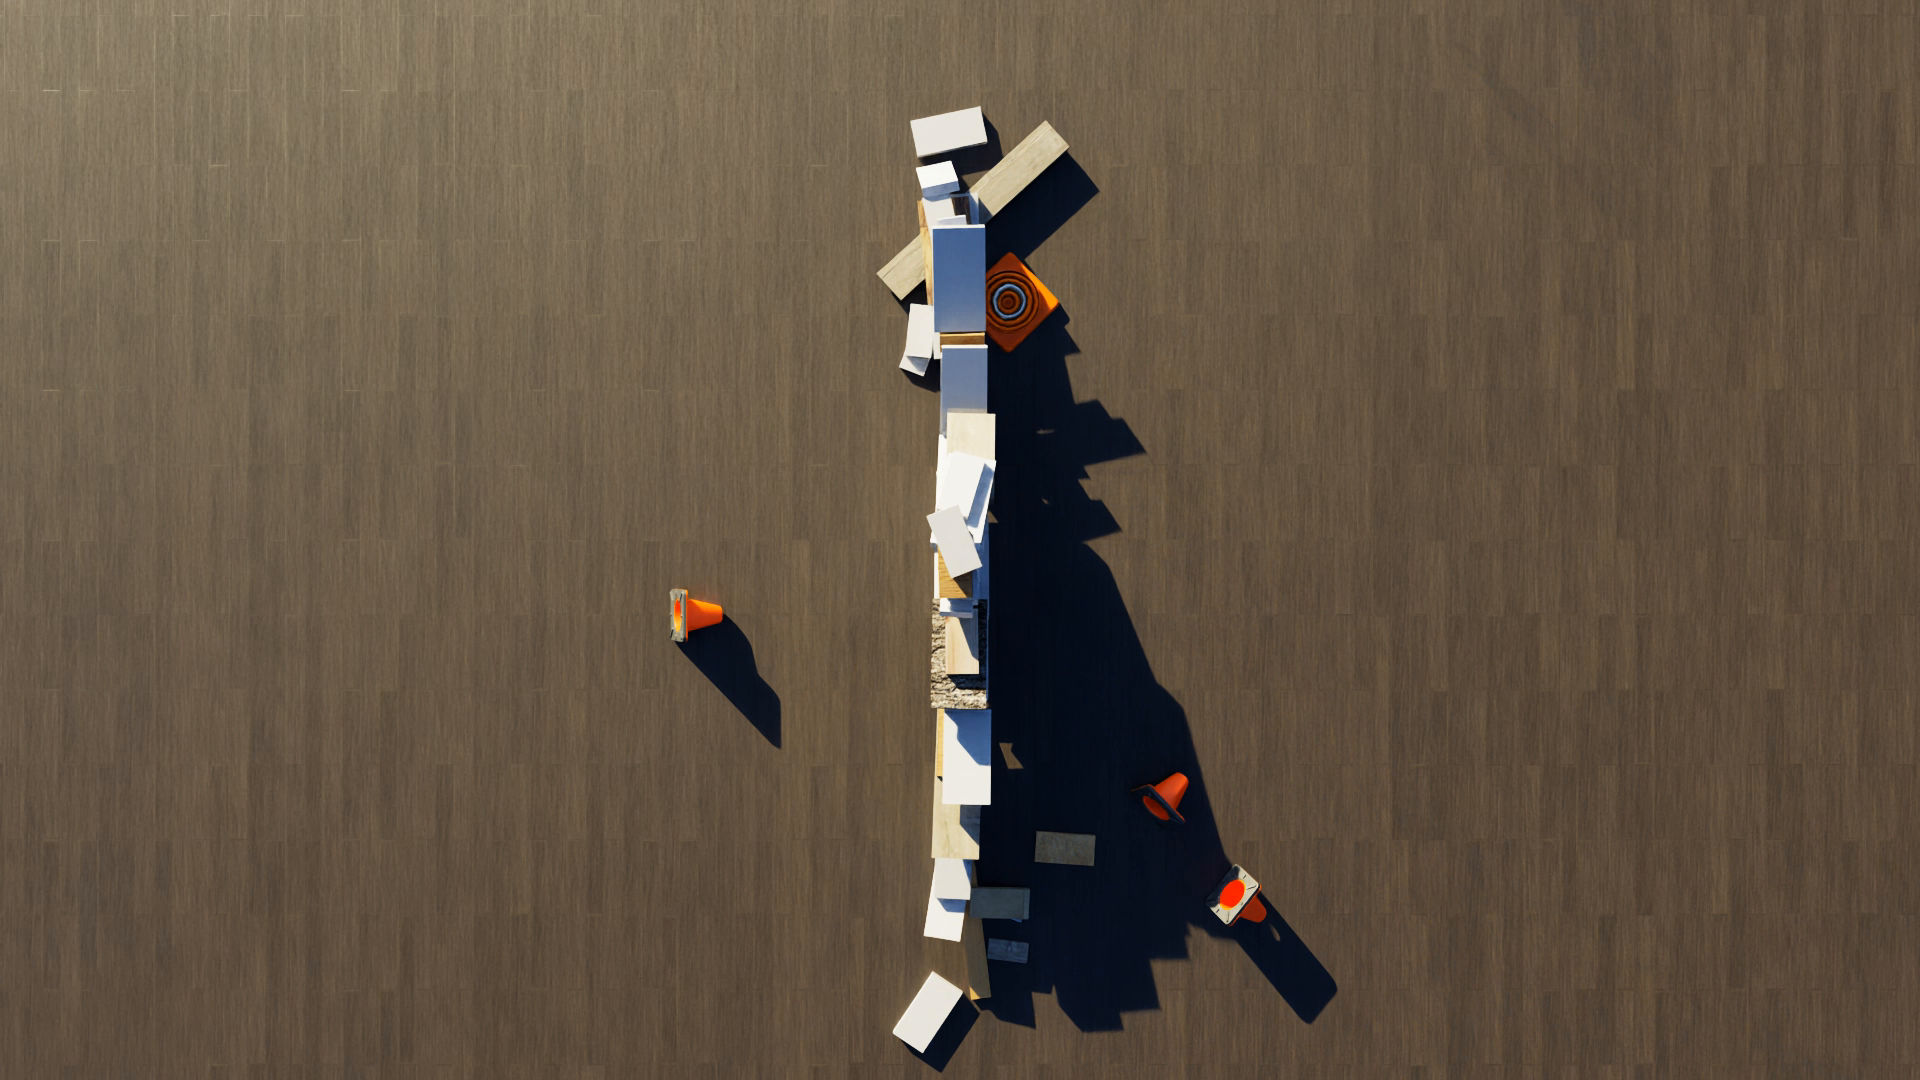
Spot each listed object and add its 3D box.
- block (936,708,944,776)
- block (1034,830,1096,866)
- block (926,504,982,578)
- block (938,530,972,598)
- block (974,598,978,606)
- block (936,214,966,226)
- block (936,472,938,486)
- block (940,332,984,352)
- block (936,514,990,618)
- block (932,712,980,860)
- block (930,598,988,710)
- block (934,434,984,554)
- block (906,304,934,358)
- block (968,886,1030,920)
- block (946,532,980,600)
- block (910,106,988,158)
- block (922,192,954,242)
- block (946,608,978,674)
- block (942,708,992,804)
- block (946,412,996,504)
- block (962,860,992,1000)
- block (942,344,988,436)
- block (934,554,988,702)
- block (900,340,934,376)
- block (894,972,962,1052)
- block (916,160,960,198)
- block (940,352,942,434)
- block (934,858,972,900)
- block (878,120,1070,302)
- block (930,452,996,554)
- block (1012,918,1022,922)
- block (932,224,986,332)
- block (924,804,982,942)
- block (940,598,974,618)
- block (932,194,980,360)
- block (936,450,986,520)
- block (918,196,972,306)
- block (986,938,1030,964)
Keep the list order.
[{"bbox_3d":[0.005,0.609,5.289,0.149,0.042,0.299,2,80,-2],"label":"block"},{"bbox_3d":[0.349,1.025,5.486,0.196,0.028,0.098,4,90,0],"label":"block"},{"bbox_3d":[-0.016,0.003,4.978,0.101,0.029,0.202,-21,94,5],"label":"block"},{"bbox_3d":[-0.015,0.075,5.014,0.101,0.029,0.202,-1,96,4],"label":"block"},{"bbox_3d":[0.004,0.112,5.174,0.101,0.029,0.203,0,54,-2],"label":"block"},{"bbox_3d":[-0.017,-0.941,5.278,0.091,0.026,0.183,-8,110,-1],"label":"block"},{"bbox_3d":[-0.014,-0.099,5.382,0.126,0.036,0.251,0,109,0],"label":"block"},{"bbox_3d":[0.009,-0.548,5.403,0.145,0.041,0.290,-1,123,0],"label":"block"},{"bbox_3d":[0.006,0.083,5.295,0.171,0.049,0.343,0,71,-1],"label":"block"},{"bbox_3d":[-0.007,0.775,5.302,0.149,0.042,0.489,3,79,-2],"label":"block"},{"bbox_3d":[-0.003,0.358,5.176,0.171,0.049,0.343,1,82,-1],"label":"block"},{"bbox_3d":[0.002,-0.147,5.248,0.153,0.043,0.444,2,54,0],"label":"block"},{"bbox_3d":[-0.130,-0.692,5.464,0.086,0.024,0.171,6,90,0],"label":"block"},{"bbox_3d":[0.130,1.199,5.454,0.196,0.028,0.098,3,93,-7],"label":"block"},{"bbox_3d":[0.001,0.082,5.042,0.100,0.028,0.200,-5,95,4],"label":"block"},{"bbox_3d":[-0.037,-1.355,5.483,0.236,0.033,0.118,-12,90,0],"label":"block"},{"bbox_3d":[-0.058,-1.017,5.309,0.091,0.026,0.183,-12,90,0],"label":"block"},{"bbox_3d":[0.006,0.316,5.143,0.101,0.029,0.203,0,82,-1],"label":"block"},{"bbox_3d":[0.021,0.688,5.233,0.149,0.042,0.299,1,80,-2],"label":"block"},{"bbox_3d":[0.033,-0.260,5.244,0.153,0.043,0.305,2,64,-1],"label":"block"},{"bbox_3d":[0.040,1.273,5.474,0.067,0.019,0.504,-7,94,0],"label":"block"},{"bbox_3d":[0.015,-0.482,5.319,0.145,0.041,0.290,0,109,0],"label":"block"},{"bbox_3d":[0.003,0.266,5.284,0.171,0.049,0.499,0,71,-1],"label":"block"},{"bbox_3d":[-0.131,-0.639,5.488,0.086,0.024,0.171,21,90,0],"label":"block"},{"bbox_3d":[-0.107,1.570,5.483,0.118,0.034,0.237,34,90,0],"label":"block"},{"bbox_3d":[-0.073,-1.179,5.389,0.118,0.236,0.033,-12,119,0],"label":"block"},{"bbox_3d":[0.007,-0.474,5.403,0.145,0.041,0.290,1,123,-1],"label":"block"},{"bbox_3d":[-0.021,1.046,5.363,0.118,0.034,0.237,3,94,2],"label":"block"},{"bbox_3d":[0.043,-1.089,5.459,0.753,0.033,0.118,-42,90,0],"label":"block"},{"bbox_3d":[0.011,-0.113,5.127,0.153,0.043,0.305,10,69,2],"label":"block"},{"bbox_3d":[0.153,1.217,5.491,0.133,0.019,0.067,22,90,0],"label":"block"},{"bbox_3d":[-0.003,-0.835,5.279,0.167,0.047,0.334,-2,110,-3],"label":"block"},{"bbox_3d":[-0.022,1.072,5.422,0.118,0.034,0.469,9,80,3],"label":"block"},{"bbox_3d":[-0.005,0.147,5.114,0.101,0.029,0.203,4,54,1],"label":"block"},{"bbox_3d":[-0.013,-0.864,5.420,0.167,0.047,0.535,-3,90,0],"label":"block"},{"bbox_3d":[0.003,-0.170,5.110,0.101,0.029,0.202,15,69,4],"label":"block"},{"bbox_3d":[-0.038,-0.941,5.371,0.167,0.047,0.334,-6,90,0],"label":"block"},{"bbox_3d":[0.160,1.366,5.491,0.133,0.019,0.067,7,90,0],"label":"block"}]
